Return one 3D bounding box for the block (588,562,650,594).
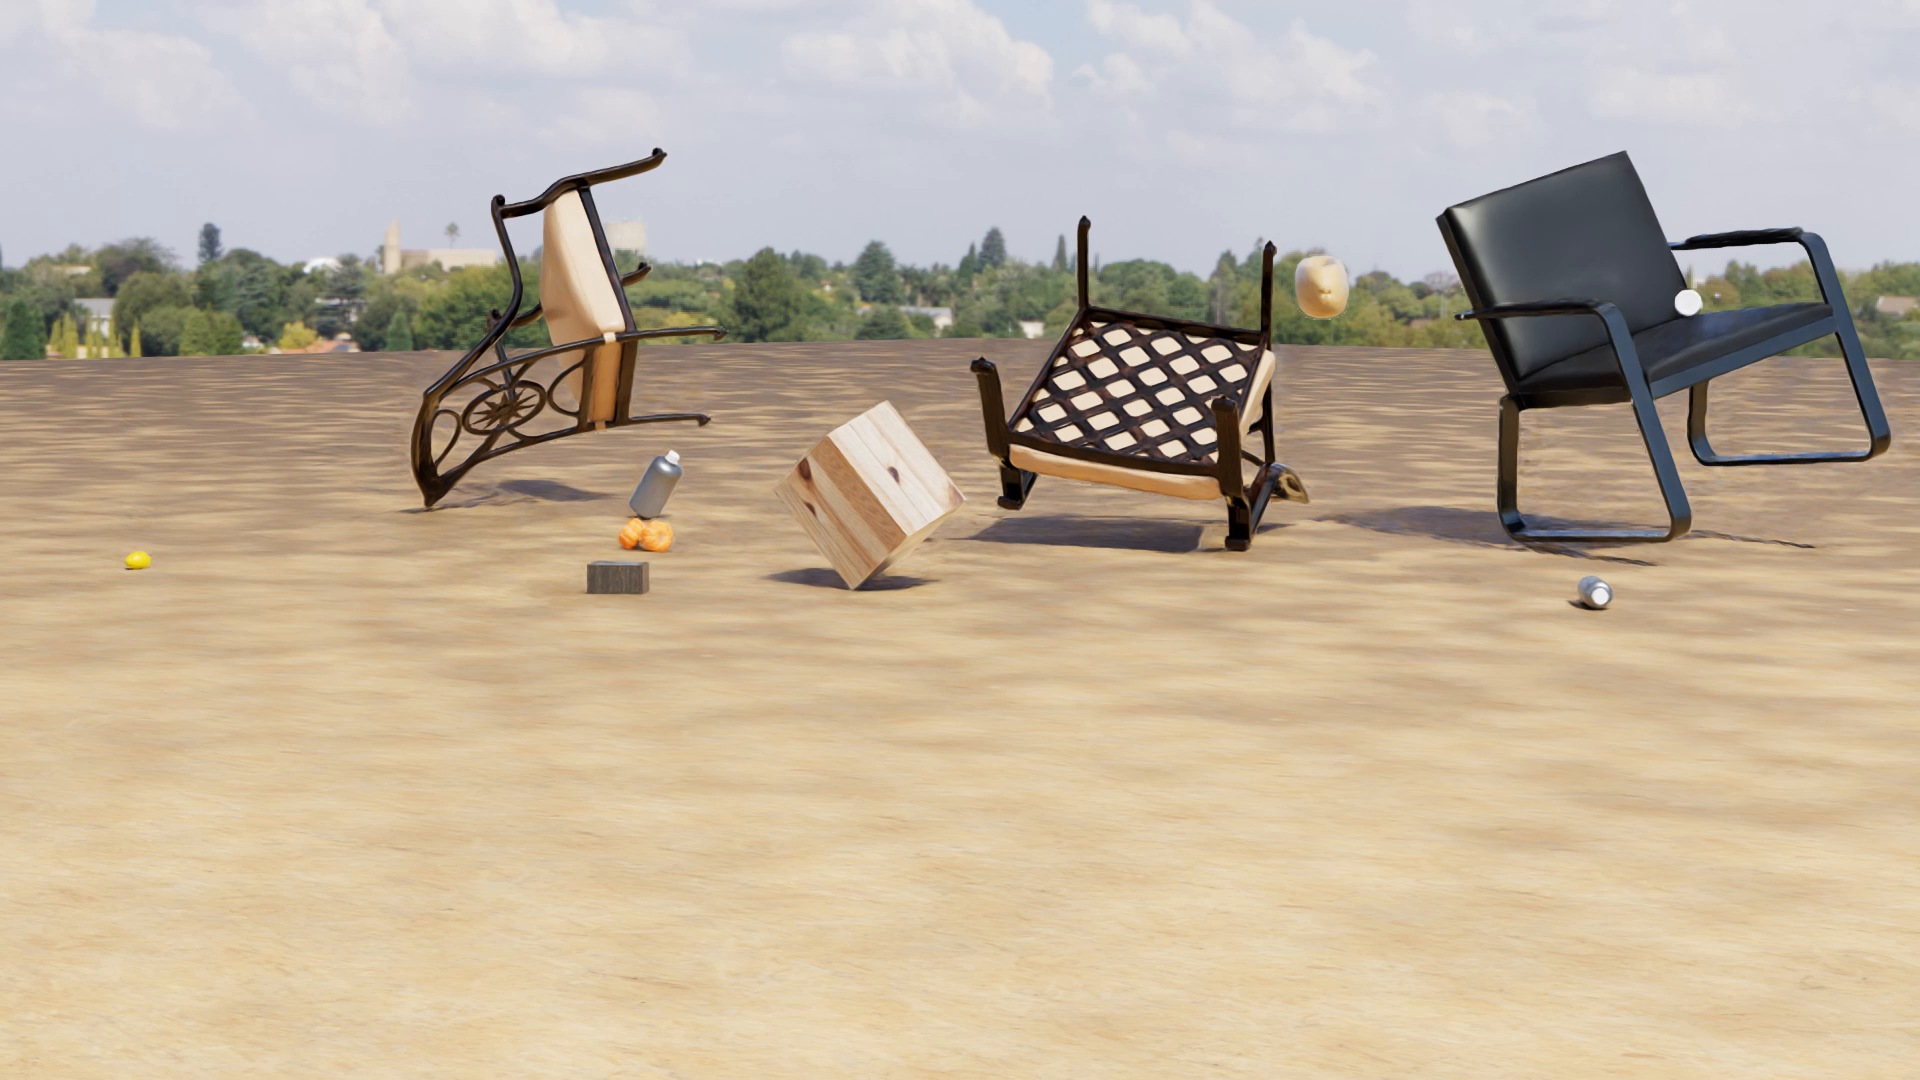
[{"bbox_3d":[-0.711,0.079,5.349,0.116,0.061,0.067,1,6,6],"label":"block"}]

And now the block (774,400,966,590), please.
[{"bbox_3d":[-0.189,-0.094,5.388,0.206,0.269,0.227,-33,-7,-46],"label":"block"}]

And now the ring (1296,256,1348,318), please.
[{"bbox_3d":[1.042,-0.731,7.393,0.150,0.147,0.435,-5,11,5],"label":"ring"}]
